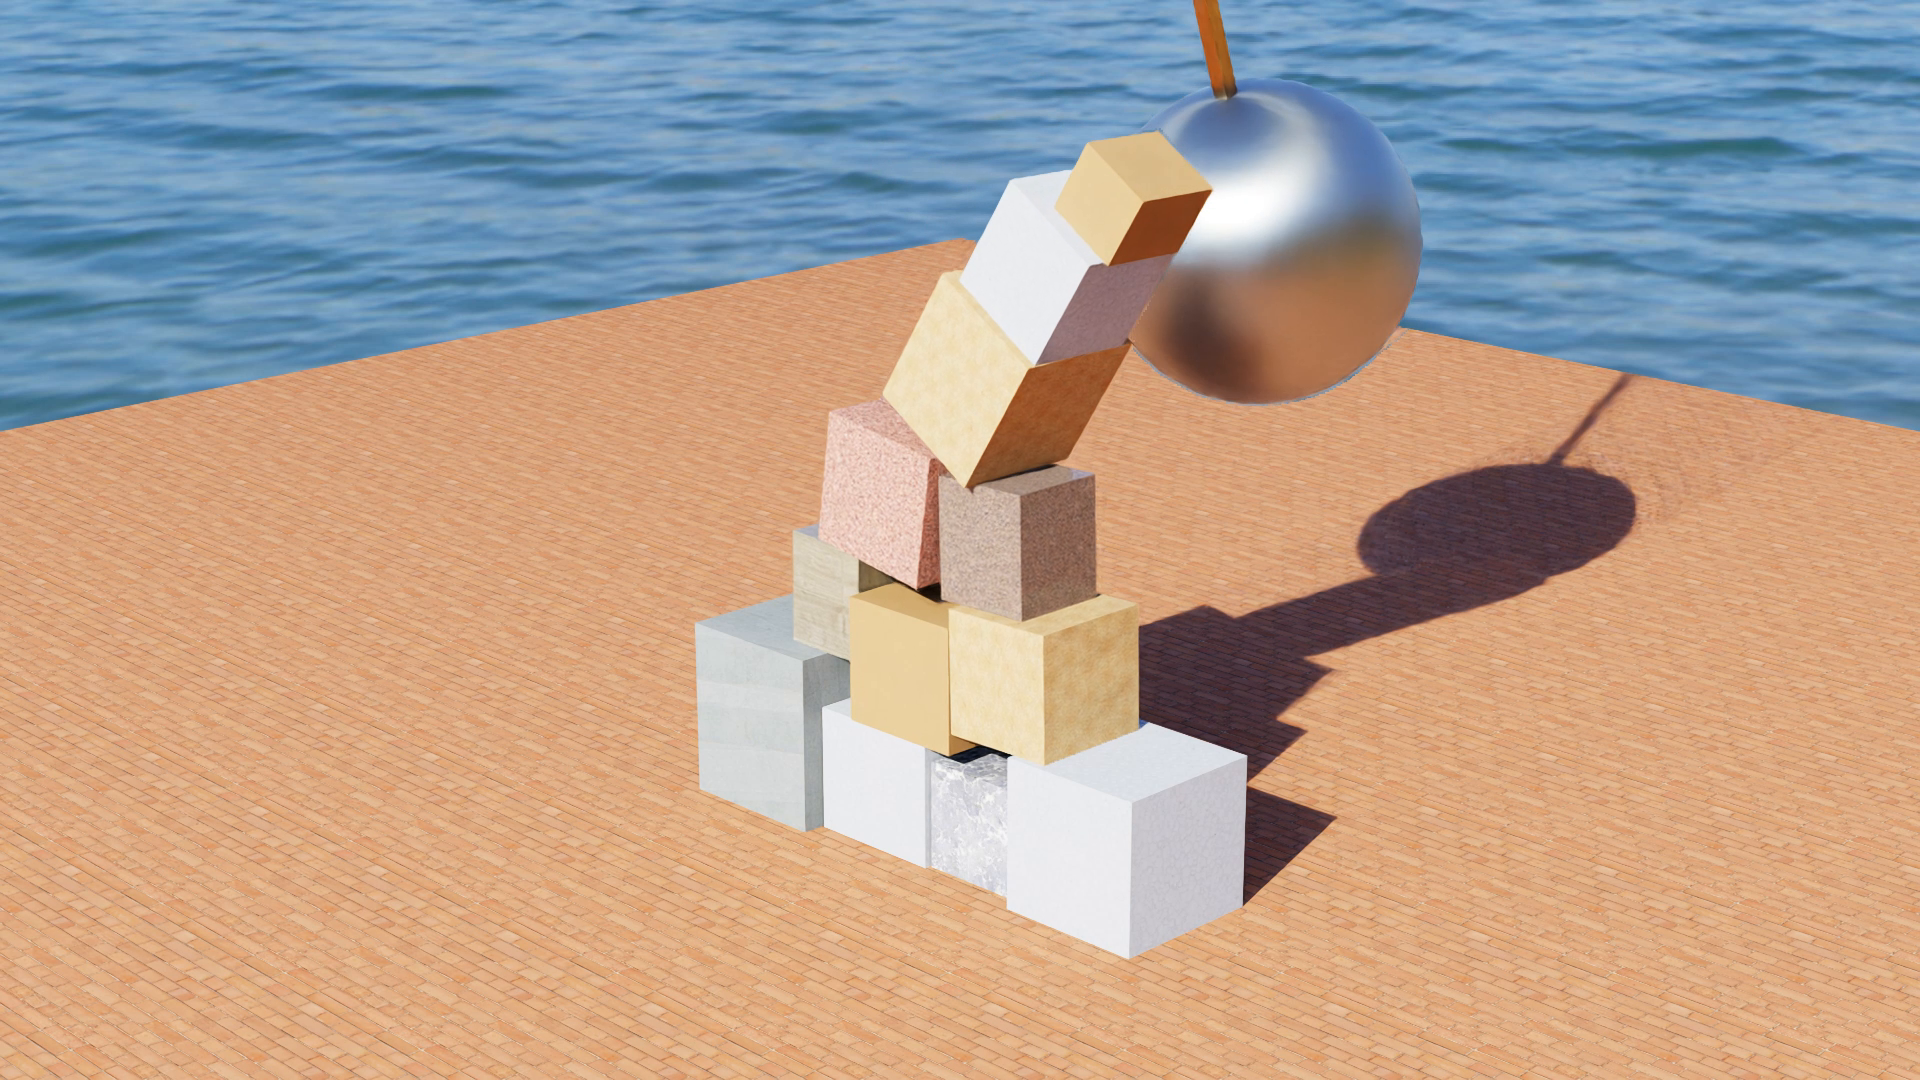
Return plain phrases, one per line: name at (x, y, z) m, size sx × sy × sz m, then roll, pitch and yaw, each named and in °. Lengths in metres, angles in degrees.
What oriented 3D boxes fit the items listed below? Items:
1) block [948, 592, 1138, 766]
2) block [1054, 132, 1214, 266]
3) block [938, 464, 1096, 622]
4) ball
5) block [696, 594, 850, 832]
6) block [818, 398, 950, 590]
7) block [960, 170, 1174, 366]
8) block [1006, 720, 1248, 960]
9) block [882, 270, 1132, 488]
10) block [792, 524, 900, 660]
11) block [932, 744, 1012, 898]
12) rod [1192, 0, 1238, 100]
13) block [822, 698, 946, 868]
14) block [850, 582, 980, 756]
block at (0.377, 0.579, 13.102) m, size 0.616 × 0.593 × 0.577 m, roll -17°, pitch 22°, yaw -42°
block at (0.720, -1.422, 12.188) m, size 0.431 × 0.349 × 0.377 m, roll -15°, pitch 56°, yaw -42°
block at (0.258, -0.013, 13.056) m, size 0.482 × 0.574 × 0.502 m, roll -17°, pitch 22°, yaw -42°
ball at (1.467, -1.465, 14.419) m, size 1.600 × 1.600 × 1.600 m, roll 0°, pitch 17°, yaw 0°
block at (-0.718, 0.808, 14.331) m, size 0.821 × 0.865 × 0.774 m, roll -17°, pitch 24°, yaw -42°
block at (-0.172, -0.248, 13.445) m, size 0.627 × 0.632 × 0.658 m, roll -17°, pitch 32°, yaw -42°
block at (0.458, -1.174, 12.492) m, size 0.541 × 0.566 × 0.548 m, roll -15°, pitch 56°, yaw -42°
block at (0.737, 1.299, 13.002) m, size 0.730 × 0.725 × 0.762 m, roll 17°, pitch 24°, yaw 42°
block at (0.203, -0.754, 12.904) m, size 0.655 × 0.715 × 0.613 m, roll -17°, pitch 56°, yaw -42°
block at (-0.439, 0.209, 13.881) m, size 0.447 × 0.547 × 0.538 m, roll 18°, pitch 25°, yaw 42°
block at (0.266, 1.260, 13.466) m, size 0.564 × 0.522 × 0.559 m, roll -17°, pitch 24°, yaw -42°
rod at (0.636, -4.260, 12.669) m, size 0.080 × 5.200 × 0.080 m, roll 17°, pitch 44°, yaw 42°
block at (-0.173, 1.081, 13.889) m, size 0.654 × 0.609 × 0.689 m, roll -17°, pitch 24°, yaw -42°
block at (-0.037, 0.544, 13.572) m, size 0.686 × 0.607 × 0.647 m, roll -17°, pitch 24°, yaw -42°
